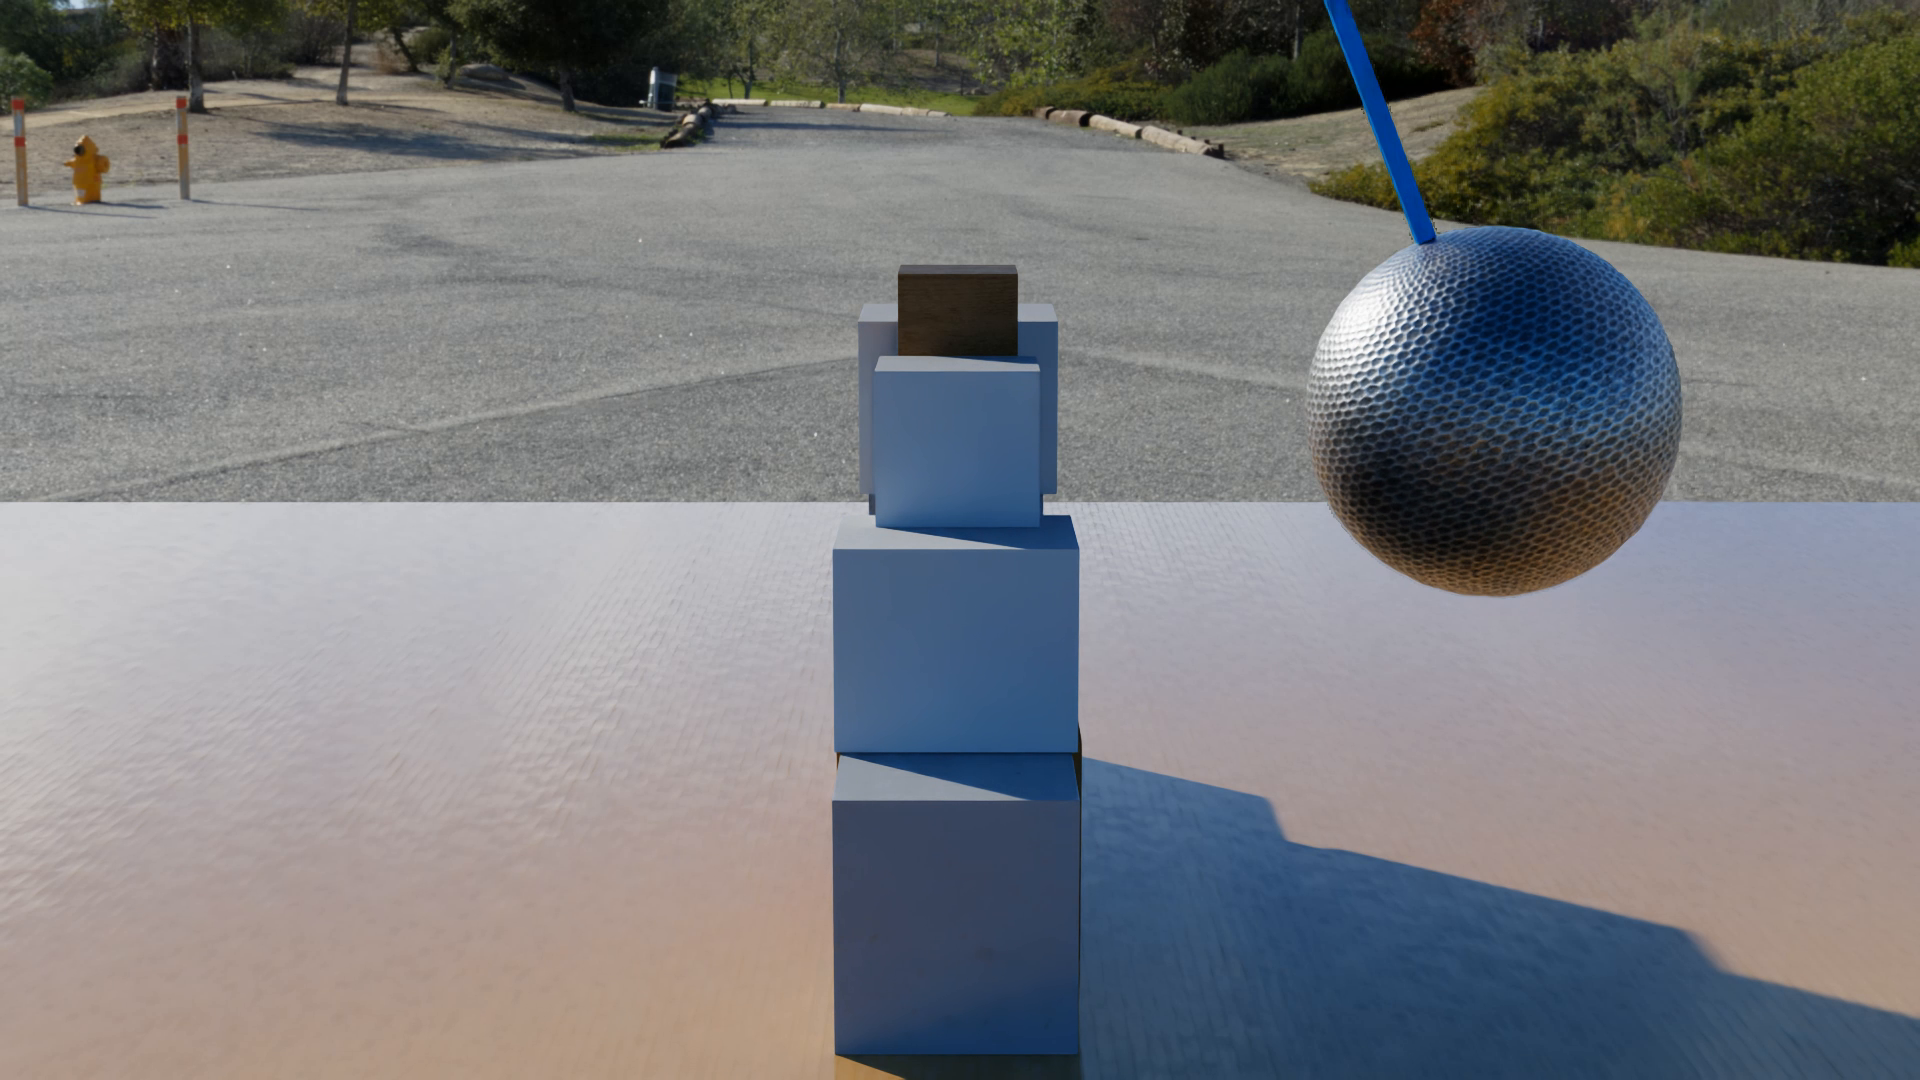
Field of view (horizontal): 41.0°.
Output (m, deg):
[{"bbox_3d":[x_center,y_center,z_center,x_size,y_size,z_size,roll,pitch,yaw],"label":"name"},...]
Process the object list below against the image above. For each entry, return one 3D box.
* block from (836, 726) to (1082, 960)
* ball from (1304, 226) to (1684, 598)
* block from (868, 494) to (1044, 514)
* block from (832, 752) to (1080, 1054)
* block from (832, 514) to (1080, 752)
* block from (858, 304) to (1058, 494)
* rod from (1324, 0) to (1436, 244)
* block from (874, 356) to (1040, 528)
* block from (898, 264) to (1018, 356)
[{"bbox_3d":[-0.003,1.147,10.738,0.970,0.902,1.043,0,10,0],"label":"block"},{"bbox_3d":[2.295,-0.553,11.080,1.600,1.600,1.600,0,10,0],"label":"ball"},{"bbox_3d":[-0.019,0.029,12.371,0.813,0.817,0.741,0,10,0],"label":"block"},{"bbox_3d":[-0.014,1.307,9.715,0.882,0.953,1.006,0,10,0],"label":"block"},{"bbox_3d":[-0.015,0.353,10.104,0.928,0.785,0.821,0,10,0],"label":"block"},{"bbox_3d":[-0.008,-0.655,11.712,0.879,0.771,0.741,0,11,0],"label":"block"},{"bbox_3d":[0.994,-3.644,10.518,0.080,5.200,0.080,-22,10,4],"label":"rod"},{"bbox_3d":[-0.010,-0.407,10.395,0.649,0.618,0.621,0,10,0],"label":"block"},{"bbox_3d":[-0.009,-0.933,11.010,0.502,0.457,0.526,0,10,0],"label":"block"}]
